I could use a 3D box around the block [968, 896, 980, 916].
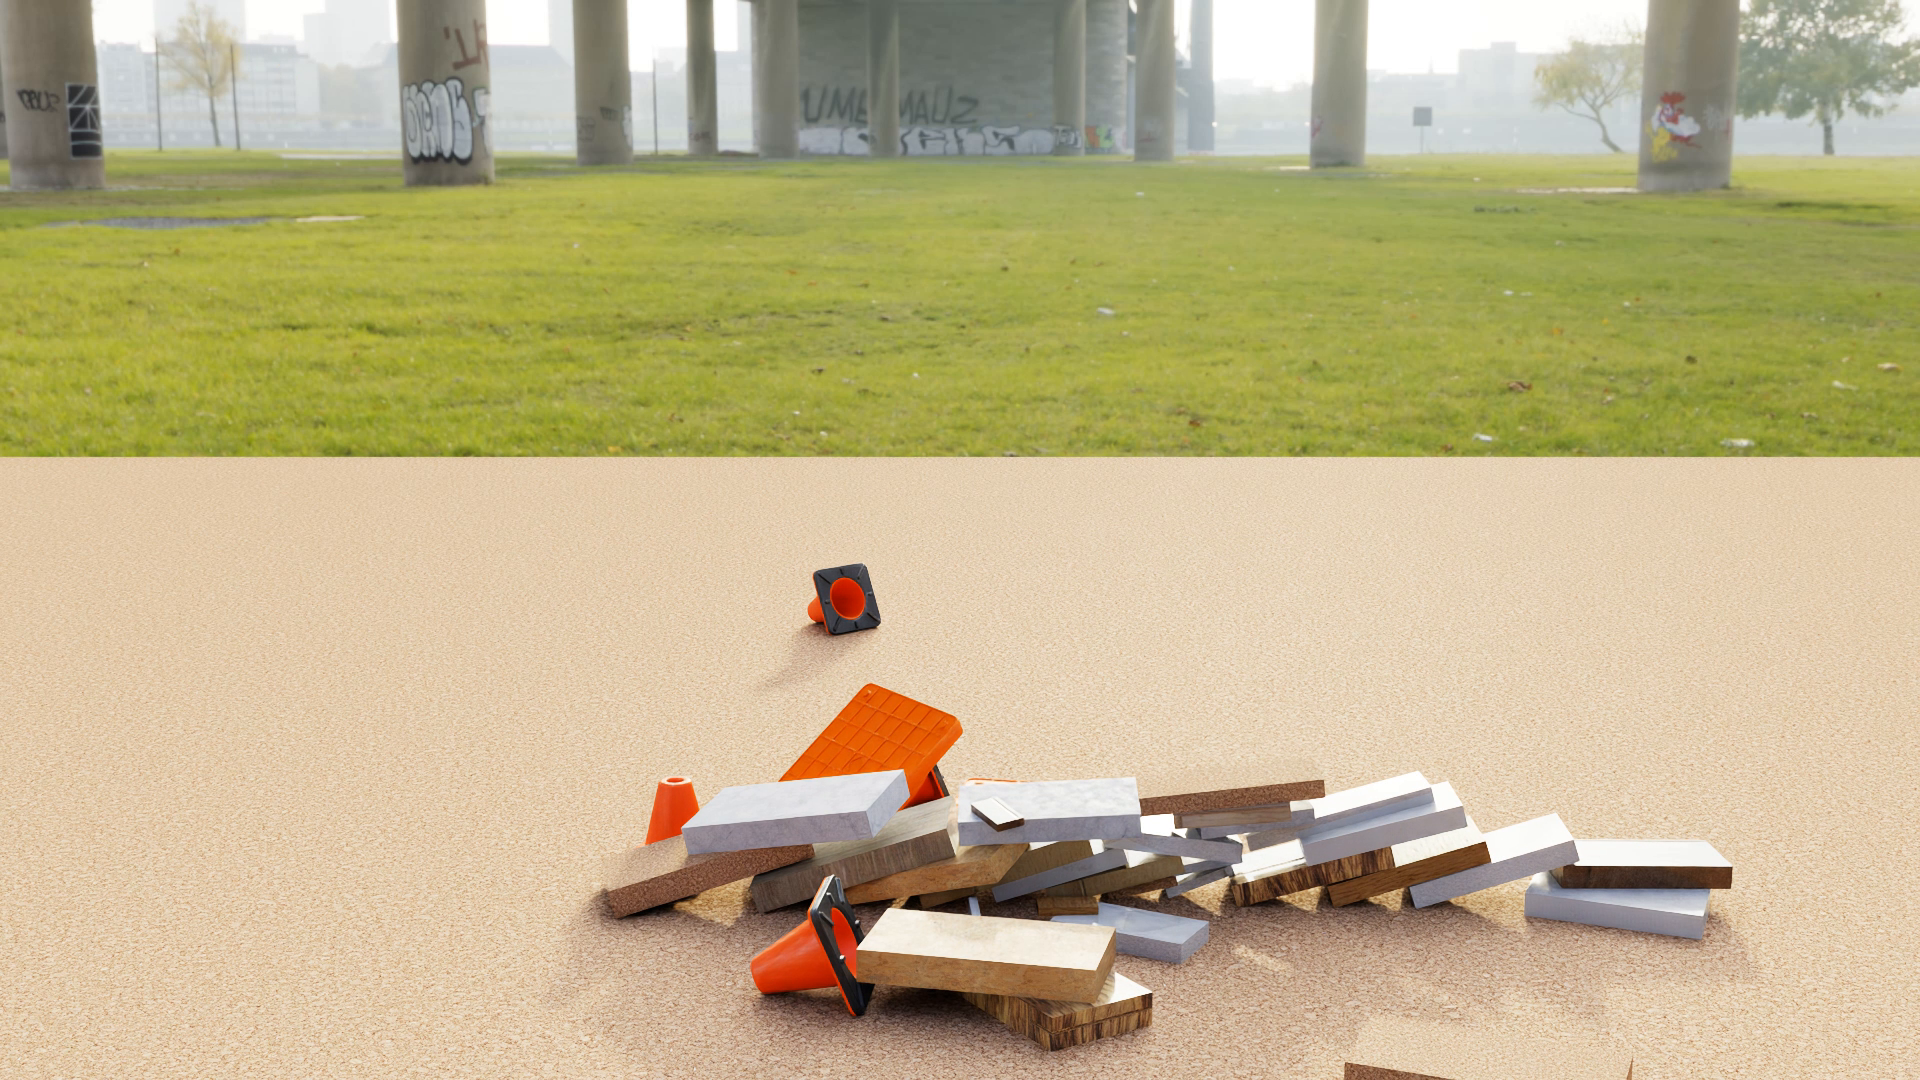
[{"bbox_3d":[0.023,0.602,3.471,0.014,0.048,0.095,-1,11,-3],"label":"block"}]

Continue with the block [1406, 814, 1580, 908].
[{"bbox_3d":[0.873,0.531,3.645,0.275,0.039,0.137,-18,10,6],"label":"block"}]

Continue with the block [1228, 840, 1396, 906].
[{"bbox_3d":[0.579,0.538,3.657,0.266,0.038,0.133,-15,10,3],"label":"block"}]

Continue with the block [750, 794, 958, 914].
[{"bbox_3d":[-0.169,0.518,3.633,0.338,0.048,0.169,-17,10,7],"label":"block"}]

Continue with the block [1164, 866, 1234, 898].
[{"bbox_3d":[0.397,0.561,3.672,0.117,0.017,0.059,-21,11,1],"label":"block"}]

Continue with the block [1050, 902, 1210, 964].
[{"bbox_3d":[0.266,0.613,3.456,0.223,0.032,0.112,6,12,28],"label":"block"}]

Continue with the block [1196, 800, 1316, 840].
[{"bbox_3d":[0.481,0.452,3.626,0.189,0.027,0.095,-8,12,-3],"label":"block"}]

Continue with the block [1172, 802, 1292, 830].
[{"bbox_3d":[0.444,0.437,3.591,0.189,0.027,0.095,-5,12,8],"label":"block"}]

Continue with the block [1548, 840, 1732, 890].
[{"bbox_3d":[1.118,0.536,3.641,0.274,0.039,0.137,0,10,0],"label":"block"}]

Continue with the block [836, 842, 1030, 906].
[{"bbox_3d":[-0.046,0.531,3.605,0.293,0.041,0.146,-13,12,27],"label":"block"}]

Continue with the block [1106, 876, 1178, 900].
[{"bbox_3d":[0.300,0.571,3.664,0.117,0.017,0.059,-12,10,-3],"label":"block"}]

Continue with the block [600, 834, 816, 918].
[{"bbox_3d":[-0.422,0.528,3.654,0.337,0.048,0.169,-16,13,-11],"label":"block"}]

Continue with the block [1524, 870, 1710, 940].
[{"bbox_3d":[1.068,0.588,3.571,0.275,0.039,0.137,5,11,23],"label":"block"}]

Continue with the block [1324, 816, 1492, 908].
[{"bbox_3d":[0.735,0.533,3.653,0.266,0.038,0.133,-17,10,5],"label":"block"}]

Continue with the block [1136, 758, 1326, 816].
[{"bbox_3d":[0.441,0.405,3.603,0.298,0.032,0.112,-6,12,3],"label":"block"}]

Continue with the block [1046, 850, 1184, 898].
[{"bbox_3d":[0.255,0.547,3.653,0.227,0.032,0.113,-15,11,3],"label":"block"}]

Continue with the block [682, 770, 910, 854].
[{"bbox_3d":[-0.270,0.448,3.624,0.338,0.048,0.169,-8,14,22],"label":"block"}]

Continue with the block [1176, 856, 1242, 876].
[{"bbox_3d":[0.408,0.533,3.665,0.117,0.017,0.058,-11,10,-1],"label":"block"}]

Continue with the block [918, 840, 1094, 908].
[{"bbox_3d":[0.071,0.527,3.657,0.293,0.041,0.146,-18,10,2],"label":"block"}]

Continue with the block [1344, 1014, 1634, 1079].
[{"bbox_3d":[0.699,0.707,2.905,0.347,0.049,0.174,4,11,22],"label":"block"}]

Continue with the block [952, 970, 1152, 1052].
[{"bbox_3d":[0.107,0.648,3.224,0.174,0.049,0.347,-7,12,-32],"label":"block"}]

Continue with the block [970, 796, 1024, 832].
[{"bbox_3d":[0.060,0.439,3.517,0.048,0.014,0.095,-11,19,-24],"label":"block"}]

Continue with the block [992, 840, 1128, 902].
[{"bbox_3d":[0.164,0.536,3.654,0.227,0.032,0.113,-17,10,5],"label":"block"}]

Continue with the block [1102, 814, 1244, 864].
[{"bbox_3d":[0.343,0.486,3.628,0.227,0.032,0.113,8,11,-8],"label":"block"}]

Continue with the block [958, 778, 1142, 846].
[{"bbox_3d":[0.145,0.442,3.583,0.292,0.041,0.146,-3,17,2],"label":"block"}]

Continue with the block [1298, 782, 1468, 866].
[{"bbox_3d":[0.693,0.469,3.639,0.266,0.038,0.133,-15,10,5],"label":"block"}]

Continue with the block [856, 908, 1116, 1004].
[{"bbox_3d":[0.040,0.602,3.198,0.347,0.049,0.174,2,11,13],"label":"block"}]

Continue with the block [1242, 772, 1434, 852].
[{"bbox_3d":[0.624,0.451,3.658,0.314,0.027,0.095,-15,10,1],"label":"block"}]

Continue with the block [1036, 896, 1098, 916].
[{"bbox_3d":[0.170,0.583,3.499,0.095,0.014,0.048,-1,11,-3],"label":"block"}]
